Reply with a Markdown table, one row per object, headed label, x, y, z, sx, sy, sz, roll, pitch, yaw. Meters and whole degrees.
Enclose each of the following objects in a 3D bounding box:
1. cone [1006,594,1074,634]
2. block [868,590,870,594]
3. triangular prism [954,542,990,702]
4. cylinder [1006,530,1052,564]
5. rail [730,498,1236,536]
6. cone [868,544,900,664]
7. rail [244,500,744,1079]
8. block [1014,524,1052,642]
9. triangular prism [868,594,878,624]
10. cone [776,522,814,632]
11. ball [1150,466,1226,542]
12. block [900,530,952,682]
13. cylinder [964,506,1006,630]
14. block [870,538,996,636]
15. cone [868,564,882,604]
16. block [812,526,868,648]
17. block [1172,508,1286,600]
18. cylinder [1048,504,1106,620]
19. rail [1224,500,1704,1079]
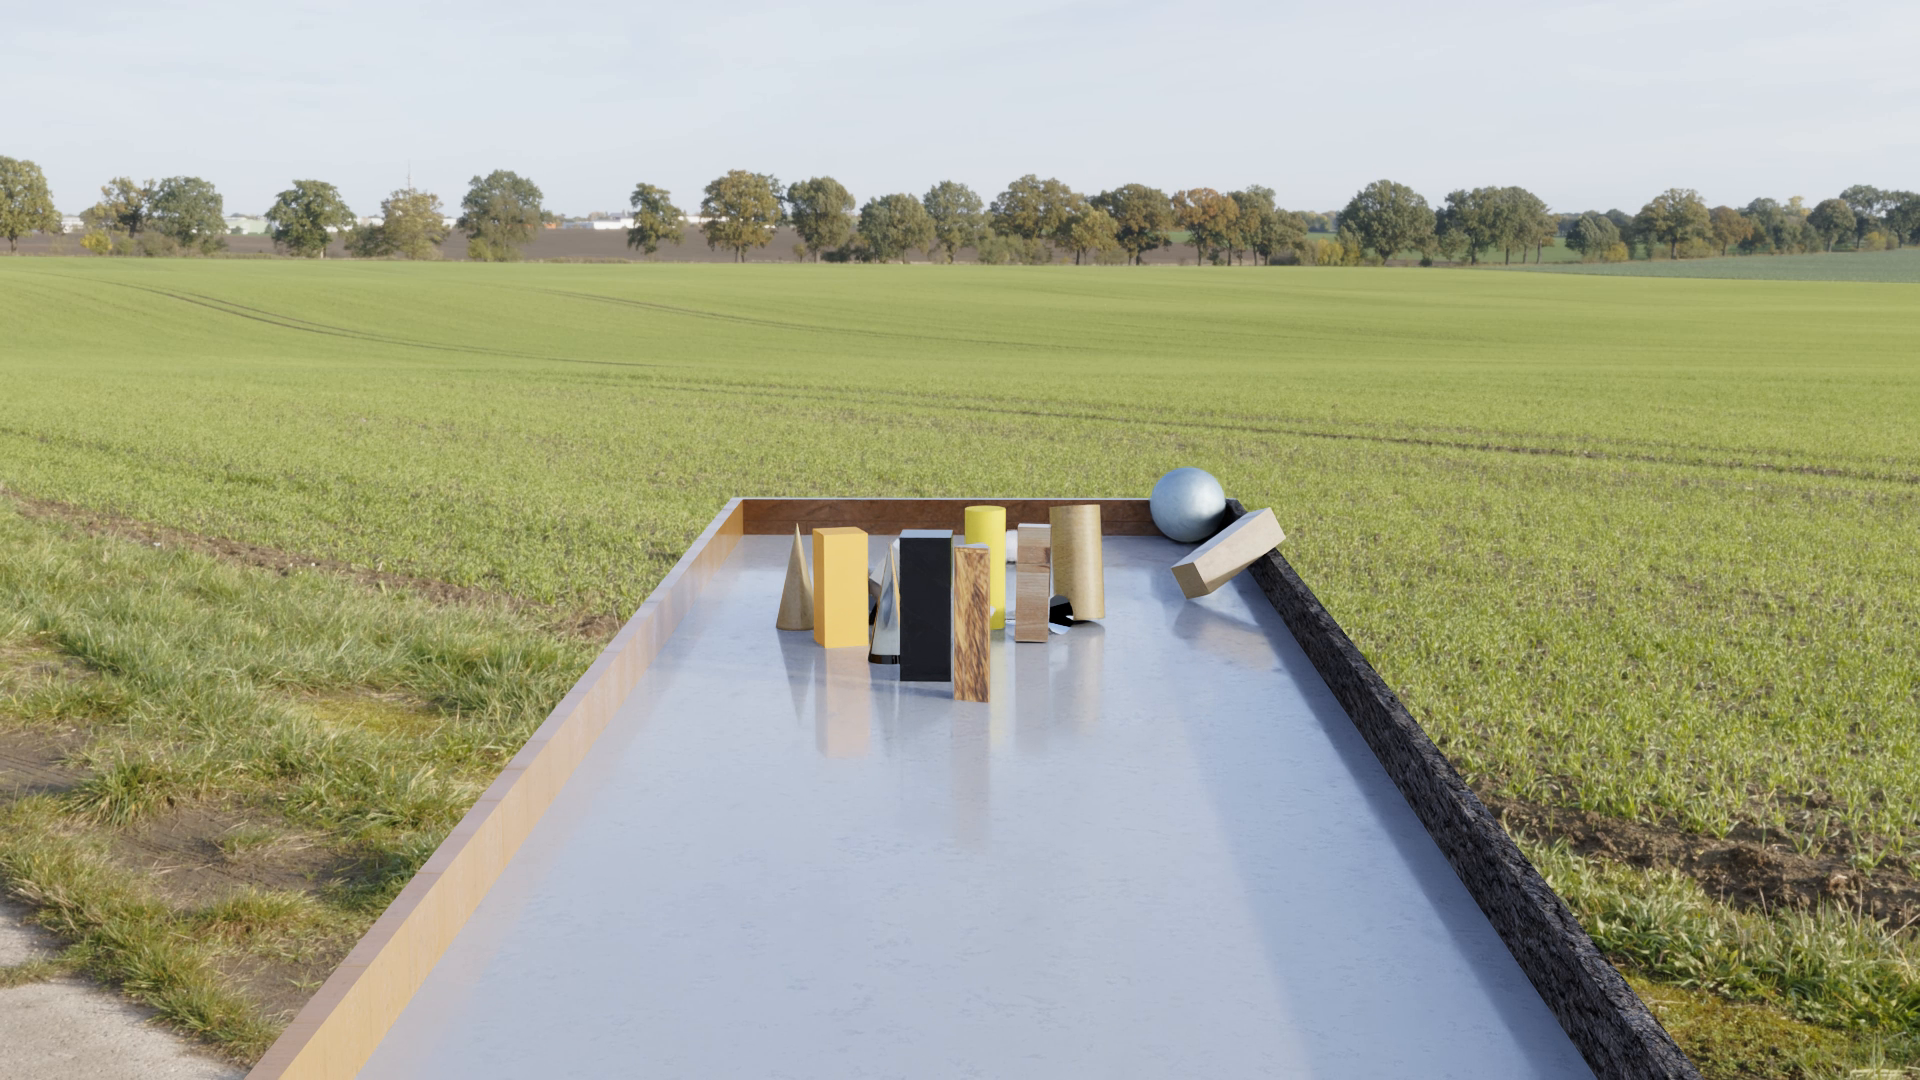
| label | x | y | z | sx | sy | sz | roll | pitch | yaw |
| --- | --- | --- | --- | --- | --- | --- | --- | --- | --- |
| cone | 0.205 | 0.253 | 7.212 | 0.128 | 0.128 | 0.336 | -9 | 2 | -44 |
| block | -0.180 | 0.189 | 7.393 | 0.132 | 0.132 | 0.361 | -5 | 10 | -30 |
| triangular prism | 0.050 | 0.229 | 6.168 | 0.105 | 0.436 | 0.091 | 4 | 10 | 21 |
| cylinder | 0.257 | 0.018 | 8.504 | 0.386 | 0.123 | 0.123 | -7 | 12 | -39 |
| rail | 0.099 | -0.098 | 9.147 | 2.100 | 0.150 | 0.050 | 0 | 9 | 1 |
| cone | -0.212 | 0.181 | 6.678 | 0.140 | 0.371 | 0.140 | 0 | 9 | 0 |
| rail | -1.004 | 0.839 | 3.234 | 0.050 | 0.150 | 12.000 | 0 | 9 | 1 |
| block | 0.233 | 0.135 | 6.978 | 0.103 | 0.363 | 0.103 | 2 | 6 | 4 |
| triangular prism | -0.373 | 0.205 | 7.421 | 0.102 | 0.088 | 0.398 | -6 | 11 | -32 |
| cone | -0.531 | 0.113 | 7.188 | 0.149 | 0.348 | 0.149 | 0 | 9 | 0 |
| ball | 0.927 | -0.144 | 8.944 | 0.306 | 0.306 | 0.306 | 0 | 9 | 0 |
| block | -0.098 | 0.191 | 6.446 | 0.148 | 0.425 | 0.148 | 0 | 9 | 2 |
| cylinder | 0.082 | 0.090 | 7.195 | 0.133 | 0.390 | 0.133 | 0 | 9 | 0 |
| block | -0.085 | 0.167 | 6.924 | 0.384 | 0.126 | 0.126 | 35 | 11 | 0 |
| cone | -0.271 | 0.133 | 7.012 | 0.126 | 0.126 | 0.415 | -11 | 54 | -50 |
| block | -0.377 | 0.148 | 6.934 | 0.141 | 0.357 | 0.141 | -3 | 9 | -18 |
| block | 0.948 | 0.045 | 7.753 | 0.426 | 0.127 | 0.127 | -33 | 9 | -34 |
| cylinder | 0.387 | 0.075 | 7.262 | 0.169 | 0.374 | 0.169 | -3 | -1 | 0 |
| rail | 1.046 | 0.843 | 3.208 | 0.050 | 0.150 | 12.000 | 0 | 9 | 1 |
